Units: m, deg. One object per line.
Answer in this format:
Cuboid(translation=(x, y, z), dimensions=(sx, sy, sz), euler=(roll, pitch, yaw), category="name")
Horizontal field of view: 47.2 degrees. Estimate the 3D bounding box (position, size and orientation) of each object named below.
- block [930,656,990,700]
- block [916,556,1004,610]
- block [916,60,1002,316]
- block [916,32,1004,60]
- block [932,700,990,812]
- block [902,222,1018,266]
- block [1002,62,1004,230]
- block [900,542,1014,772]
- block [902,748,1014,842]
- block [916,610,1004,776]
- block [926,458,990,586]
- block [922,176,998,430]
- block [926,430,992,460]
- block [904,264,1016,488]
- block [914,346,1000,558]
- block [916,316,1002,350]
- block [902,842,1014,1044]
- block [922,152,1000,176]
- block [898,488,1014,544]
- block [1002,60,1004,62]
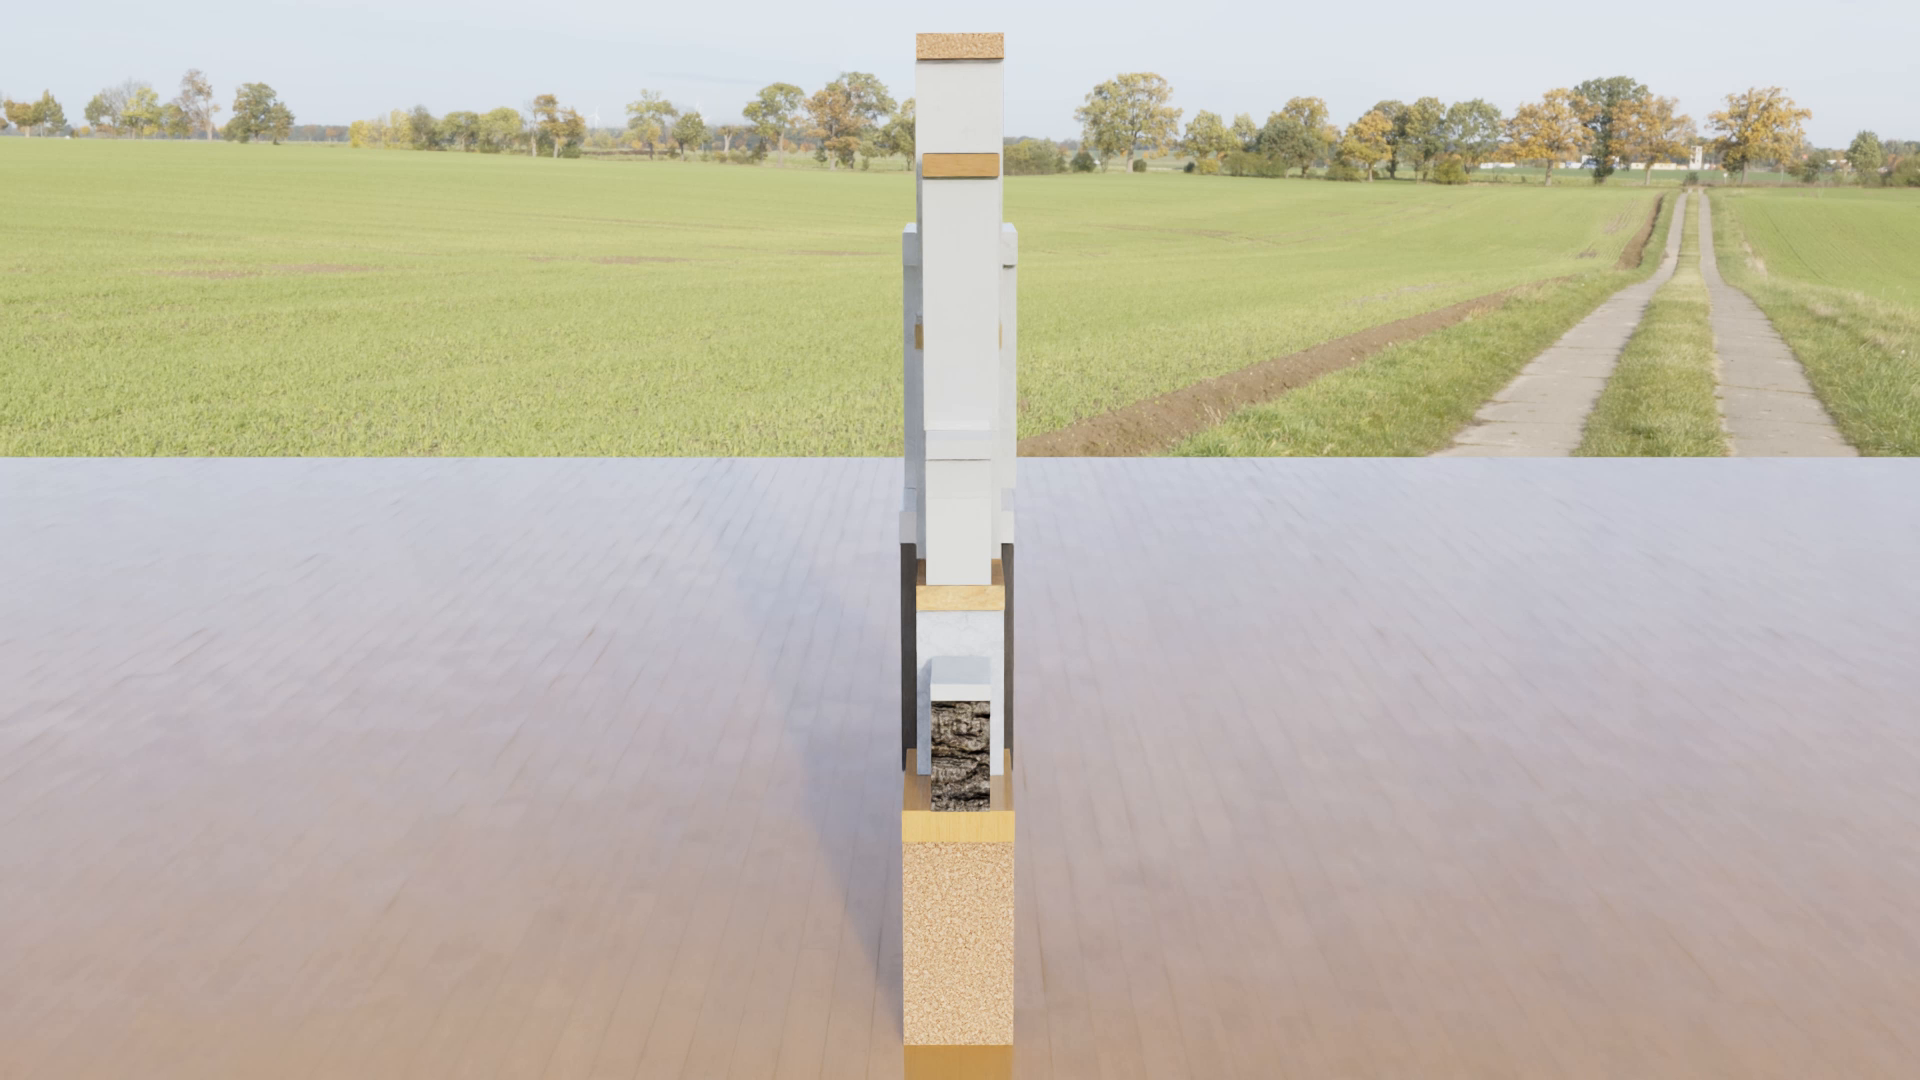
Cuboid(translation=(0.001, 0.188, 2.997), dimensions=(0.079, 0.022, 0.158), euler=(0, 11, 0), category="block")
Cuboid(translation=(0.000, 0.058, 3.183), dimensions=(0.123, 0.035, 0.246), euler=(0, 11, 0), category="block")
Cuboid(translation=(-0.001, -0.525, 3.289), dimensions=(0.129, 0.378, 0.036), euler=(0, 11, -1), category="block")
Cuboid(translation=(0.001, -0.745, 3.337), dimensions=(0.129, 0.036, 0.257), euler=(0, 10, 0), category="block")
Cuboid(translation=(0.001, 0.287, 2.962), dimensions=(0.079, 0.158, 0.022), euler=(0, 11, 0), category="block")
Cuboid(translation=(0.000, -0.483, 3.574), dimensions=(0.178, 0.050, 0.355), euler=(0, 11, 0), category="block")
Cuboid(translation=(0.003, -0.616, 3.448), dimensions=(0.129, 0.257, 0.036), euler=(0, 10, 0), category="block")
Cuboid(translation=(-0.004, 0.174, 3.392), dimensions=(0.172, 0.365, 0.049), euler=(0, 11, 0), category="block")
Cuboid(translation=(-0.002, 0.359, 3.123), dimensions=(0.153, 0.043, 0.305), euler=(0, 11, 0), category="block")
Cuboid(translation=(0.000, 0.211, 3.128), dimensions=(0.123, 0.246, 0.035), euler=(0, 11, 0), category="block")
Cuboid(translation=(-0.002, -0.028, 3.061), dimensions=(0.090, 0.180, 0.025), euler=(0, 11, 0), category="block")
Cuboid(translation=(0.001, -0.333, 3.096), dimensions=(0.106, 0.355, 0.030), euler=(0, 11, -1), category="block")
Cuboid(translation=(-0.002, -0.140, 3.101), dimensions=(0.090, 0.025, 0.180), euler=(0, 11, 0), category="block")
Cuboid(translation=(0.000, -0.262, 3.494), dimensions=(0.178, 0.355, 0.050), euler=(0, 10, 0), category="block")
Cuboid(translation=(-0.003, -0.129, 3.241), dimensions=(0.125, 0.313, 0.035), euler=(0, 11, 0), category="block")
Cuboid(translation=(-0.004, -0.316, 3.292), dimensions=(0.125, 0.035, 0.250), euler=(0, 11, -1), category="block")
Cuboid(translation=(-0.002, 0.549, 3.055), dimensions=(0.153, 0.305, 0.043), euler=(0, 11, 0), category="block")
Cuboid(translation=(0.000, -0.535, 3.130), dimensions=(0.106, 0.030, 0.212), euler=(0, 11, 0), category="block")
Cuboid(translation=(-0.005, -0.051, 3.467), dimensions=(0.172, 0.049, 0.345), euler=(0, 11, 0), category="block")
Cuboid(translation=(0.005, -0.792, 3.594), dimensions=(0.128, 0.036, 0.257), euler=(0, 11, 0), category="block")
